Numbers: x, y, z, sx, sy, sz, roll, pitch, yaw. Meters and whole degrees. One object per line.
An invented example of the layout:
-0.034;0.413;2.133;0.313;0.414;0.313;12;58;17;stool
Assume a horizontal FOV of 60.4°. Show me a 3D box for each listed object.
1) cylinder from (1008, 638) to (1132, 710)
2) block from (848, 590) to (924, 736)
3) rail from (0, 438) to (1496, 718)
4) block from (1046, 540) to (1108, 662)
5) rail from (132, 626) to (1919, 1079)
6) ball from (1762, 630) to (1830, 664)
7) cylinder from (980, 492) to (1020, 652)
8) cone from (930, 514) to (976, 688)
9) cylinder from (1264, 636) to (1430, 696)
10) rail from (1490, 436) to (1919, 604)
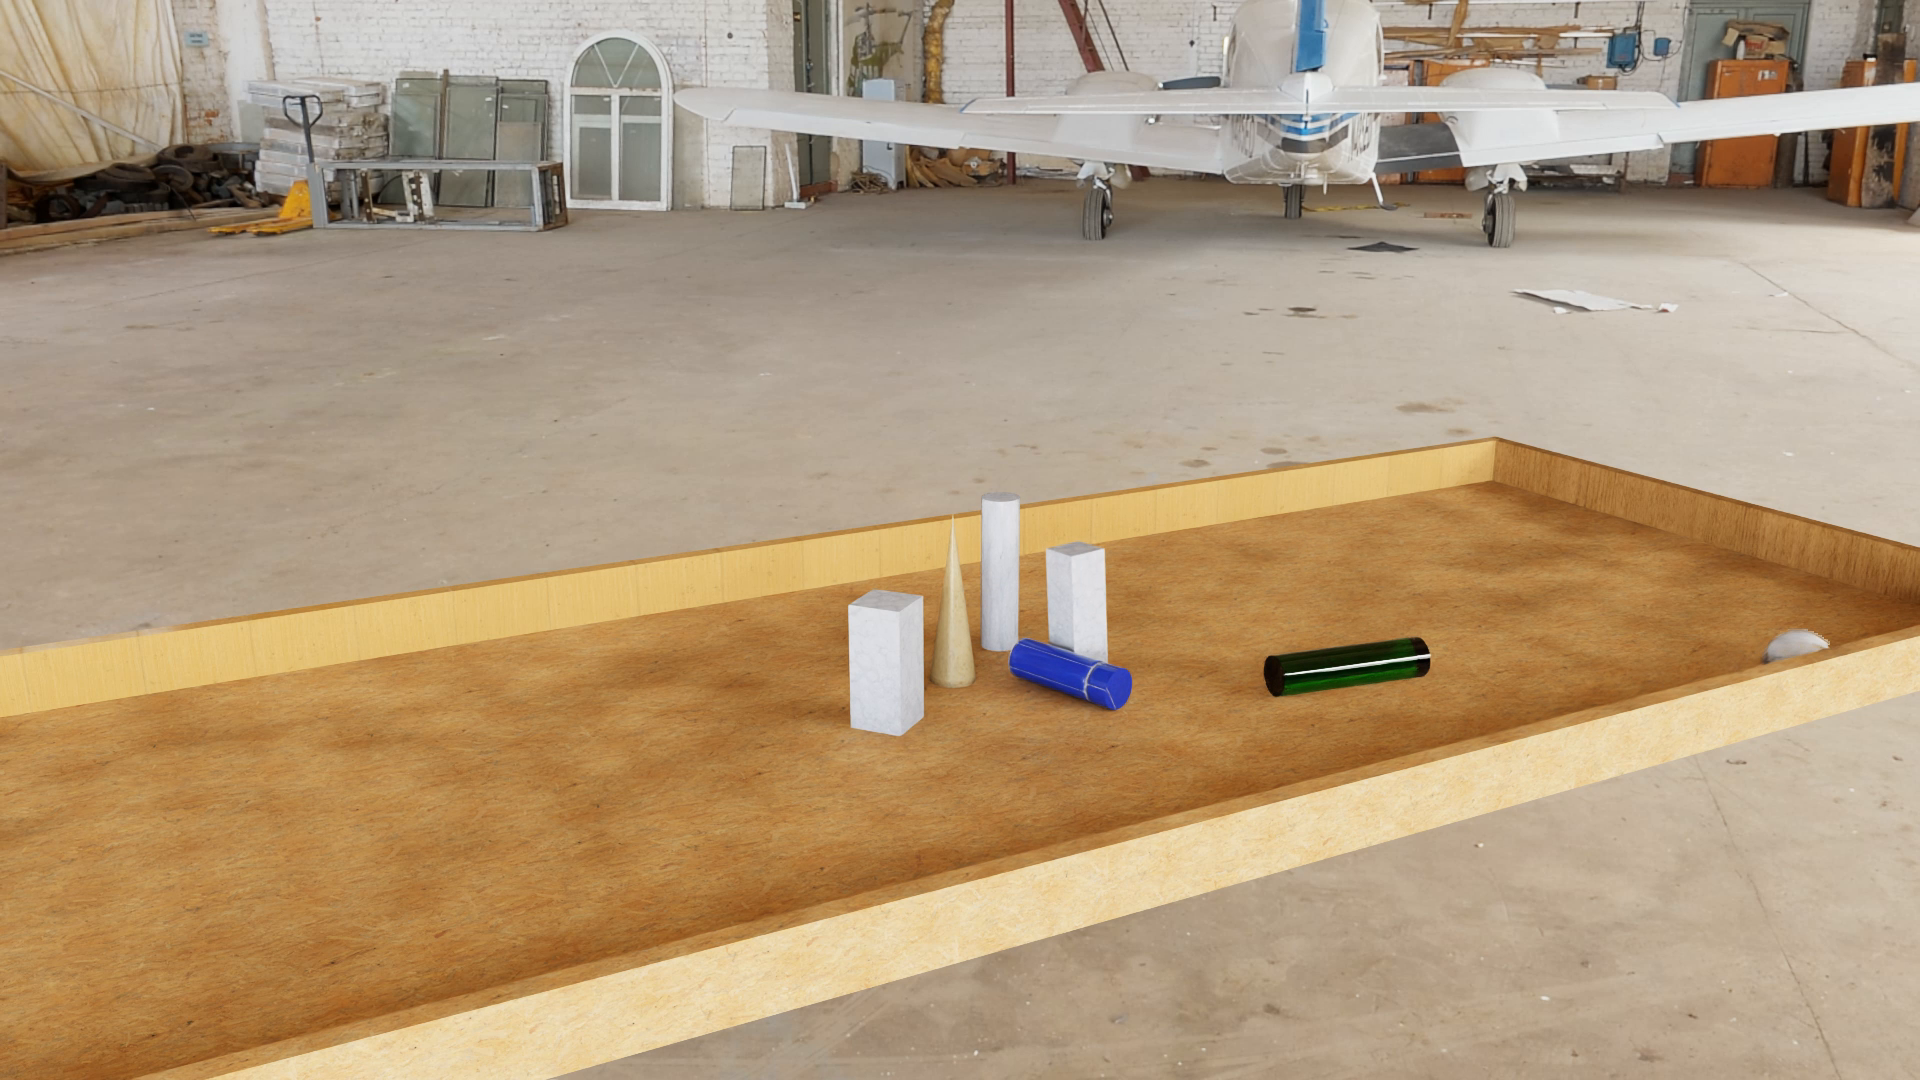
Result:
0.269;0.327;4.060;0.313;0.103;0.103;15;22;42;cylinder
-0.171;0.284;3.850;0.129;0.303;0.129;7;18;23;block
-3.305;0.497;3.399;12.000;0.150;0.050;-9;18;-27;rail
0.295;0.179;4.151;0.104;0.327;0.104;-13;18;-32;block
-2.336;1.006;1.665;12.000;0.150;0.050;-9;18;-27;rail
2.052;0.303;4.038;0.162;0.162;0.162;0;16;0;ball
0.106;0.084;4.345;0.101;0.408;0.101;0;16;0;cylinder
-0.017;0.143;4.099;0.118;0.433;0.118;0;16;0;cone
0.964;0.314;4.104;0.412;0.103;0.103;-6;17;-18;cylinder
2.466;-0.048;5.253;0.050;0.150;2.100;-9;18;-27;rail
